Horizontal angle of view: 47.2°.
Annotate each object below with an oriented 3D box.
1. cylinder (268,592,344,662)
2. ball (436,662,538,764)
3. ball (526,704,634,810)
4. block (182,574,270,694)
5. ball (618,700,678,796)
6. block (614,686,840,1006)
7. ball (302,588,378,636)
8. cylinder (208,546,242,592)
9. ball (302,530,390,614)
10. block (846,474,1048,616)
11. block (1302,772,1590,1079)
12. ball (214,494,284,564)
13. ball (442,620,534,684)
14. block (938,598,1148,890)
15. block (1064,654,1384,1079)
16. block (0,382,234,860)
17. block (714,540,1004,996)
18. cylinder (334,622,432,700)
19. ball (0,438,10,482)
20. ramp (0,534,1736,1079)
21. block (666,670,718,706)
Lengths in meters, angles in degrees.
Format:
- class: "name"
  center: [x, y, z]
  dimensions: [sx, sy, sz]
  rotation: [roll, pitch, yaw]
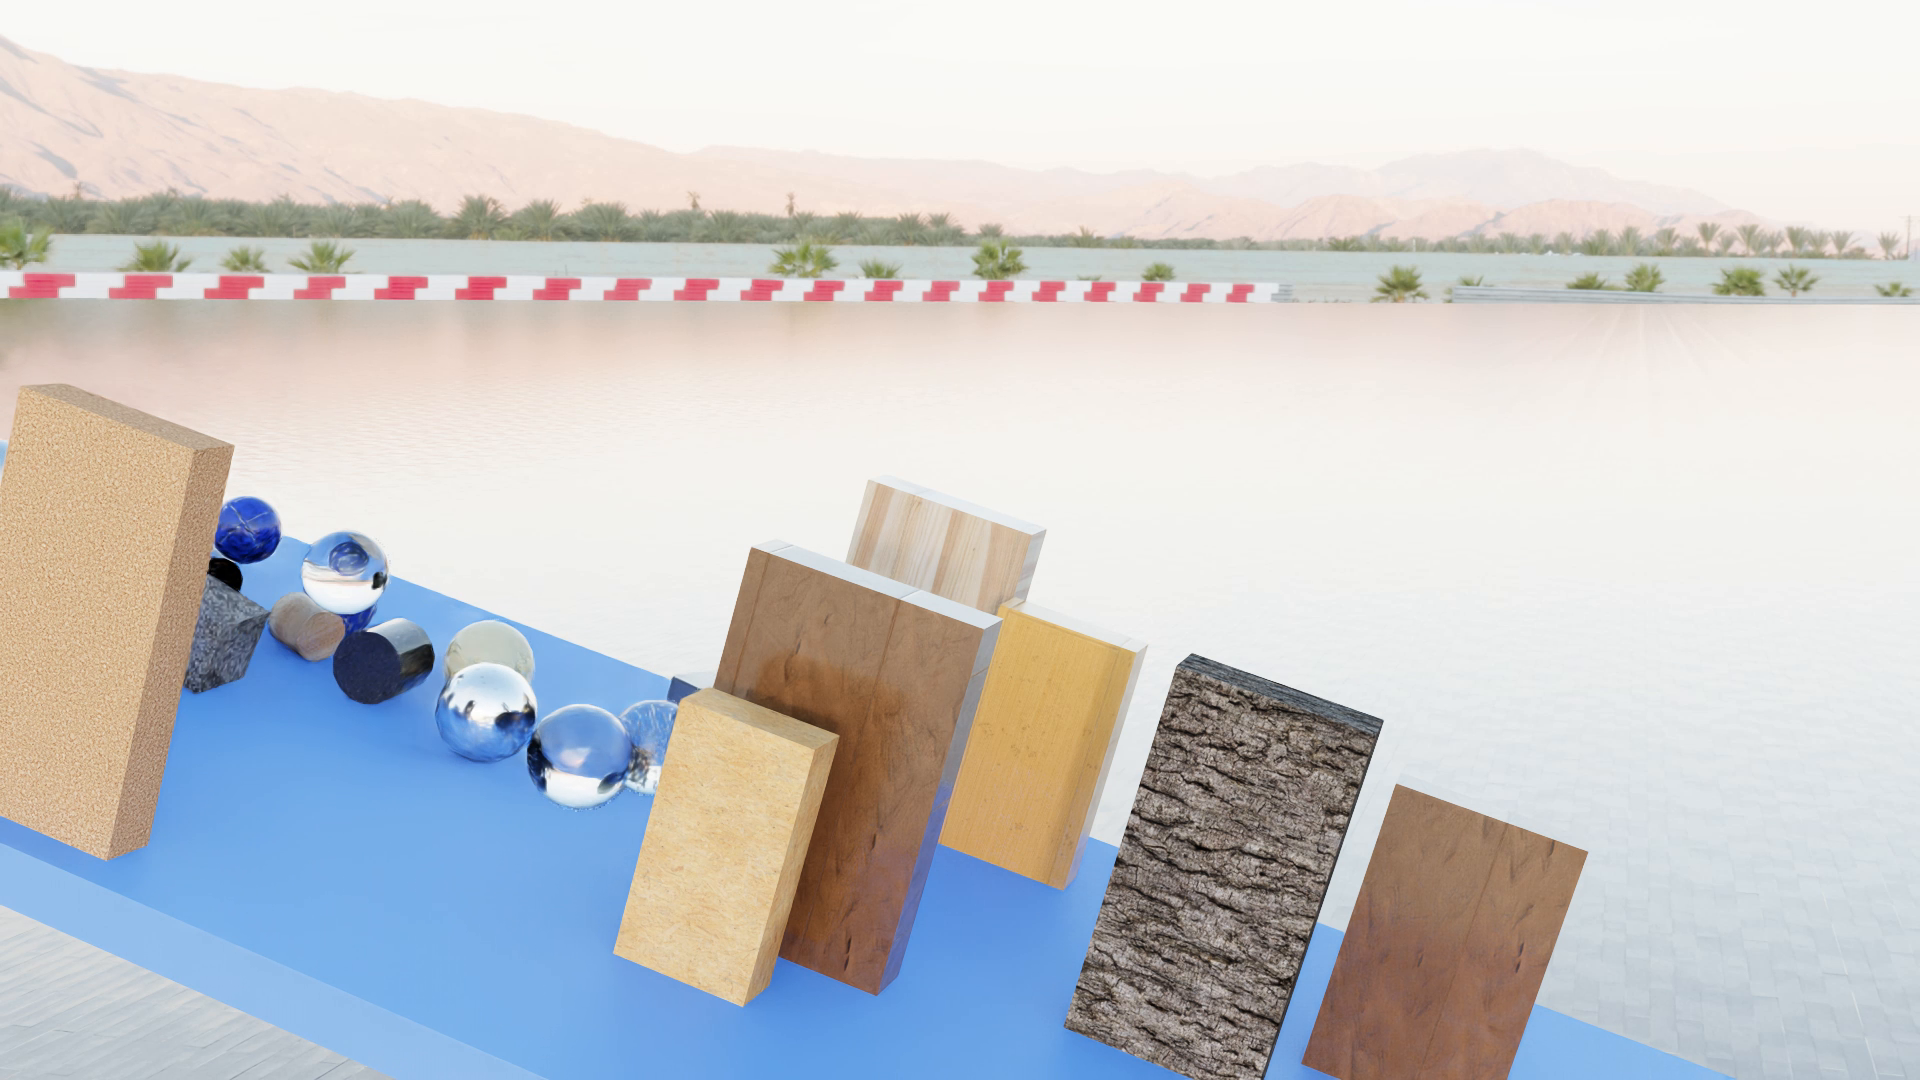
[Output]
- class: "cylinder"
  center: [-1.420, 0.188, 4.780]
  dimensions: [0.117, 0.117, 0.117]
  rotation: [26, 21, 36]
- class: "ball"
  center: [-0.955, 0.349, 4.441]
  dimensions: [0.202, 0.202, 0.202]
  rotation: [0, 7, 0]
- class: "ball"
  center: [-0.749, 0.427, 4.338]
  dimensions: [0.207, 0.207, 0.207]
  rotation: [0, 7, 0]
- class: "block"
  center: [-1.530, 0.188, 4.440]
  dimensions: [0.159, 0.159, 0.159]
  rotation: [30, 16, 10]
- class: "ball"
  center: [-0.630, 0.427, 4.532]
  dimensions: [0.196, 0.196, 0.196]
  rotation: [0, 7, 0]
- class: "block"
  center: [-0.397, 0.518, 3.731]
  dimensions: [0.248, 0.468, 0.118]
  rotation: [19, 12, 14]
- class: "ball"
  center: [-1.395, 0.136, 4.943]
  dimensions: [0.167, 0.167, 0.167]
  rotation: [0, 7, 0]
- class: "cylinder"
  center: [-1.682, 0.062, 4.738]
  dimensions: [0.190, 0.190, 0.190]
  rotation: [40, 28, 28]
- class: "ball"
  center: [-1.279, 0.067, 4.580]
  dimensions: [0.177, 0.177, 0.177]
  rotation: [0, 7, 0]
- class: "block"
  center: [-0.097, 0.240, 4.939]
  dimensions: [0.391, 0.679, 0.131]
  rotation: [19, 12, 14]
- class: "block"
  center: [0.894, 0.764, 4.067]
  dimensions: [0.356, 0.572, 0.090]
  rotation: [19, 12, 14]
- class: "ball"
  center: [-1.511, -0.023, 4.659]
  dimensions: [0.147, 0.147, 0.147]
  rotation: [0, 7, 0]
- class: "ball"
  center: [-1.018, 0.271, 4.750]
  dimensions: [0.194, 0.194, 0.194]
  rotation: [0, 7, 0]
- class: "block"
  center: [0.169, 0.435, 4.716]
  dimensions: [0.308, 0.543, 0.118]
  rotation: [19, 12, 14]
- class: "block"
  center: [0.468, 0.600, 3.932]
  dimensions: [0.361, 0.704, 0.139]
  rotation: [19, 12, 14]
- class: "block"
  center: [-1.423, 0.131, 3.577]
  dimensions: [0.334, 0.700, 0.105]
  rotation: [19, 12, 14]
- class: "block"
  center: [-0.239, 0.402, 3.927]
  dimensions: [0.445, 0.694, 0.119]
  rotation: [19, 12, 14]
- class: "cylinder"
  center: [-1.216, 0.255, 4.643]
  dimensions: [0.155, 0.155, 0.155]
  rotation: [1, 1, 7]
- class: "ball"
  center: [-2.016, -0.110, 4.583]
  dimensions: [0.206, 0.206, 0.206]
  rotation: [0, 7, 0]
- class: "ramp"
  center: [-0.372, 0.721, 4.236]
  dimensions: [4.000, 0.100, 2.000]
  rotation: [19, 12, 14]
- class: "block"
  center: [-0.554, 0.394, 4.901]
  dimensions: [0.153, 0.153, 0.153]
  rotation: [22, 13, 27]
